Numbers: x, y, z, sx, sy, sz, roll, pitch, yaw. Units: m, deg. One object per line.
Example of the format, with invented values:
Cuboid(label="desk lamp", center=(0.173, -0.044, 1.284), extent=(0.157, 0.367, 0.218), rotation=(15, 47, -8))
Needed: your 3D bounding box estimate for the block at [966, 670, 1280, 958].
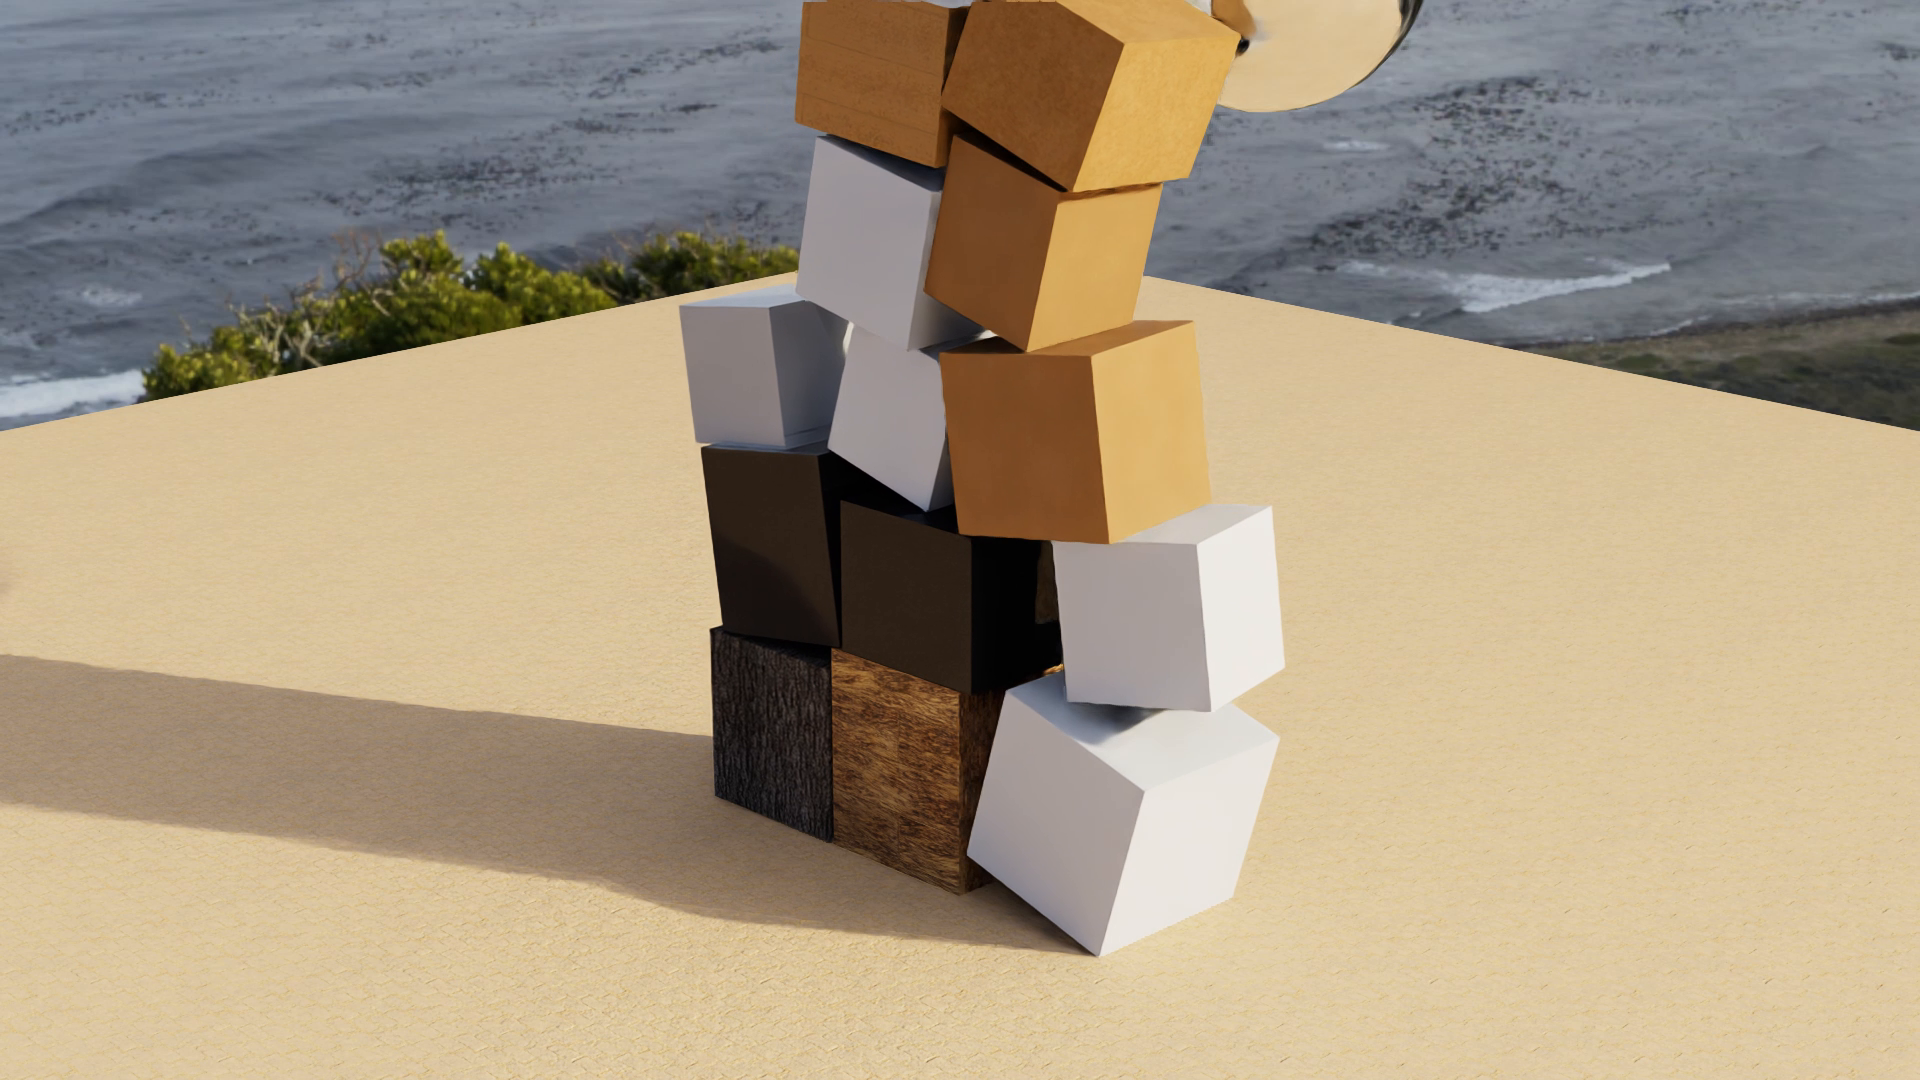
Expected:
Cuboid(label="block", center=(0.712, 1.131, 12.944), extent=(0.883, 0.880, 0.844), rotation=(-17, 40, -42))

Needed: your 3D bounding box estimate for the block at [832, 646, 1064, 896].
Cuboid(label="block", center=(-0.011, 0.965, 13.639), extent=(0.814, 0.981, 0.832), rotation=(-17, 24, -42))

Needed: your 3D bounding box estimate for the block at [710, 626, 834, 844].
Cuboid(label="block", center=(-0.606, 0.837, 14.231), extent=(0.846, 0.865, 0.838), rotation=(-17, 24, -42))

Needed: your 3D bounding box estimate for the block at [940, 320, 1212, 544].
Cuboid(label="block", center=(0.504, -0.482, 12.663), extent=(0.801, 0.800, 0.776), rotation=(4, 16, 38))

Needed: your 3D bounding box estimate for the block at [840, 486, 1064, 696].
Cuboid(label="block", center=(0.047, 0.164, 13.345), extent=(0.835, 0.723, 0.826), rotation=(17, 24, 42))

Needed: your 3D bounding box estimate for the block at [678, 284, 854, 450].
Cuboid(label="block", center=(-0.823, -0.837, 13.953), extent=(0.686, 0.664, 0.673), rotation=(-16, 15, -41))

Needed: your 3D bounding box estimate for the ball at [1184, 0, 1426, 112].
Cuboid(label="ball", center=(1.467, -2.846, 13.985), extent=(1.600, 1.600, 1.600), rotation=(0, 17, 0))

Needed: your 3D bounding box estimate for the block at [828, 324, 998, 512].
Cuboid(label="block", center=(-0.095, -0.645, 13.272), extent=(0.642, 0.697, 0.633), rotation=(33, 34, 31))

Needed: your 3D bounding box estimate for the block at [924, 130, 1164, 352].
Cuboid(label="block", center=(0.359, -1.319, 12.514), extent=(0.669, 0.728, 0.627), rotation=(-18, 40, -43))

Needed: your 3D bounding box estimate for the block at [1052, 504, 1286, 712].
Cuboid(label="block", center=(0.902, 0.274, 12.606), extent=(0.702, 0.724, 0.676), rotation=(3, 15, 33))

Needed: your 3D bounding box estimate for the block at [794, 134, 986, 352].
Cuboid(label="block", center=(-0.155, -1.380, 13.045), extent=(0.713, 0.738, 0.802), rotation=(30, 32, 35))

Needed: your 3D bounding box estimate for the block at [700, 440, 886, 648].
Cuboid(label="block", center=(-0.599, -0.060, 13.961), extent=(0.830, 0.900, 0.831), rotation=(-17, 15, -43))

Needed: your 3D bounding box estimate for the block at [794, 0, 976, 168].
Cuboid(label="block", center=(-0.104, -2.098, 12.767), extent=(0.855, 0.677, 0.824), rotation=(23, 27, 38))

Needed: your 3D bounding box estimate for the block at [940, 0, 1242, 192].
Cuboid(label="block", center=(0.535, -1.946, 12.132), extent=(0.791, 0.657, 0.765), rotation=(38, 33, 30))
